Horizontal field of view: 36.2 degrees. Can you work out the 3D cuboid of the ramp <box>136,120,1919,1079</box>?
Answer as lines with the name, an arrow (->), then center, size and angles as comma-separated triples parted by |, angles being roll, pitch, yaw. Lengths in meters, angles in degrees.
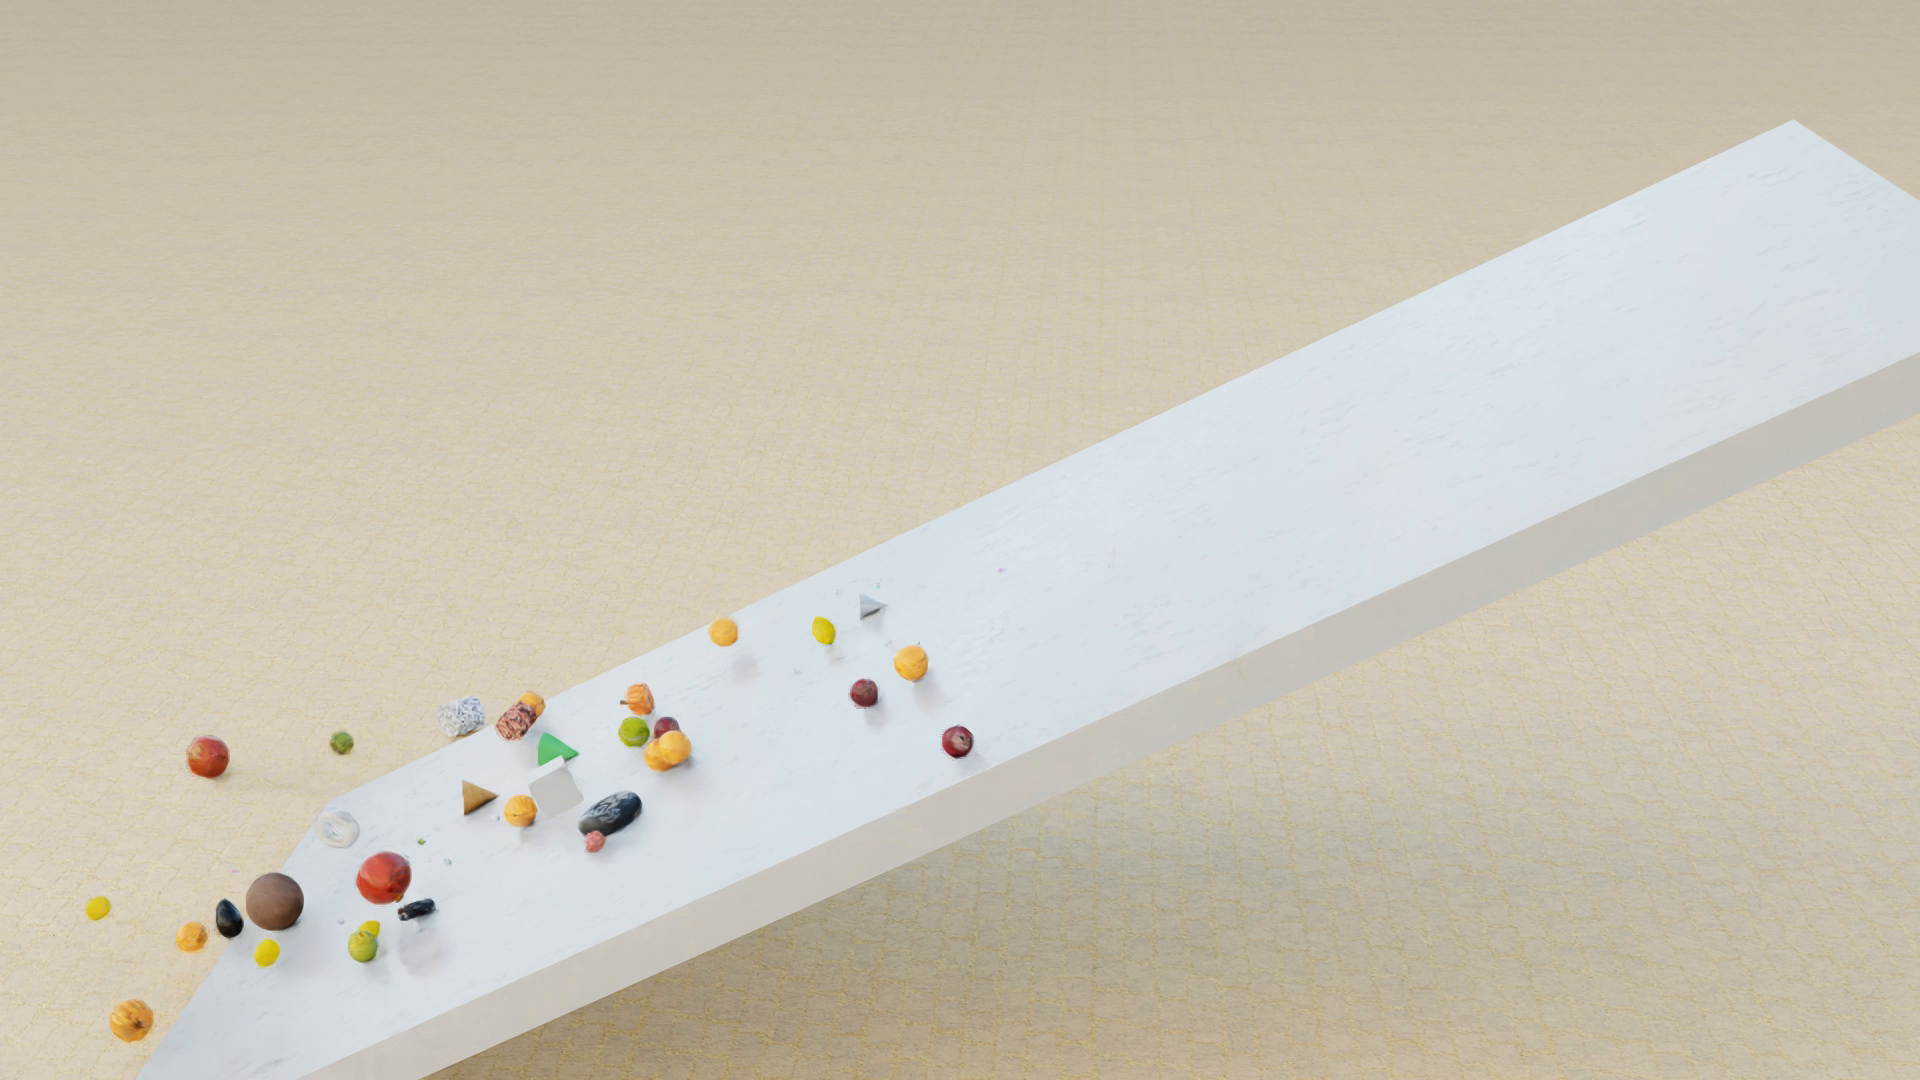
ramp -> 0.138, 0.168, 6.281 | 4.000, 0.100, 2.000 | -25, 14, 10

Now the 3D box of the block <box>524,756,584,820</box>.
block -> -0.887, 0.542, 6.435 | 0.092, 0.092, 0.092 | -29, 13, -6

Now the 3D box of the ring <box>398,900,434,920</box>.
ring -> -1.139, 0.775, 6.162 | 0.081, 0.027, 0.081 | -16, 2, 1

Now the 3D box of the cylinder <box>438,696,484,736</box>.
cylinder -> -1.404, 0.496, 8.277 | 0.094, 0.094, 0.094 | 12, 19, 35

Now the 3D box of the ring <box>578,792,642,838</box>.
ring -> -0.728, 0.572, 6.117 | 0.143, 0.048, 0.143 | -25, 15, 7

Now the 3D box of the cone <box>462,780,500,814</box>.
cone -> -1.104, 0.591, 6.784 | 0.084, 0.084, 0.084 | -2, 16, -10

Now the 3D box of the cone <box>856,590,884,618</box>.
cone -> -0.198, 0.151, 6.713 | 0.063, 0.063, 0.063 | 9, 14, -14

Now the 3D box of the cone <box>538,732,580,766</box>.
cone -> -0.920, 0.491, 6.802 | 0.088, 0.088, 0.088 | 4, 17, 10

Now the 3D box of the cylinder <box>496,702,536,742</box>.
cylinder -> -1.084, 0.444, 7.190 | 0.071, 0.071, 0.071 | 6, 31, 21
